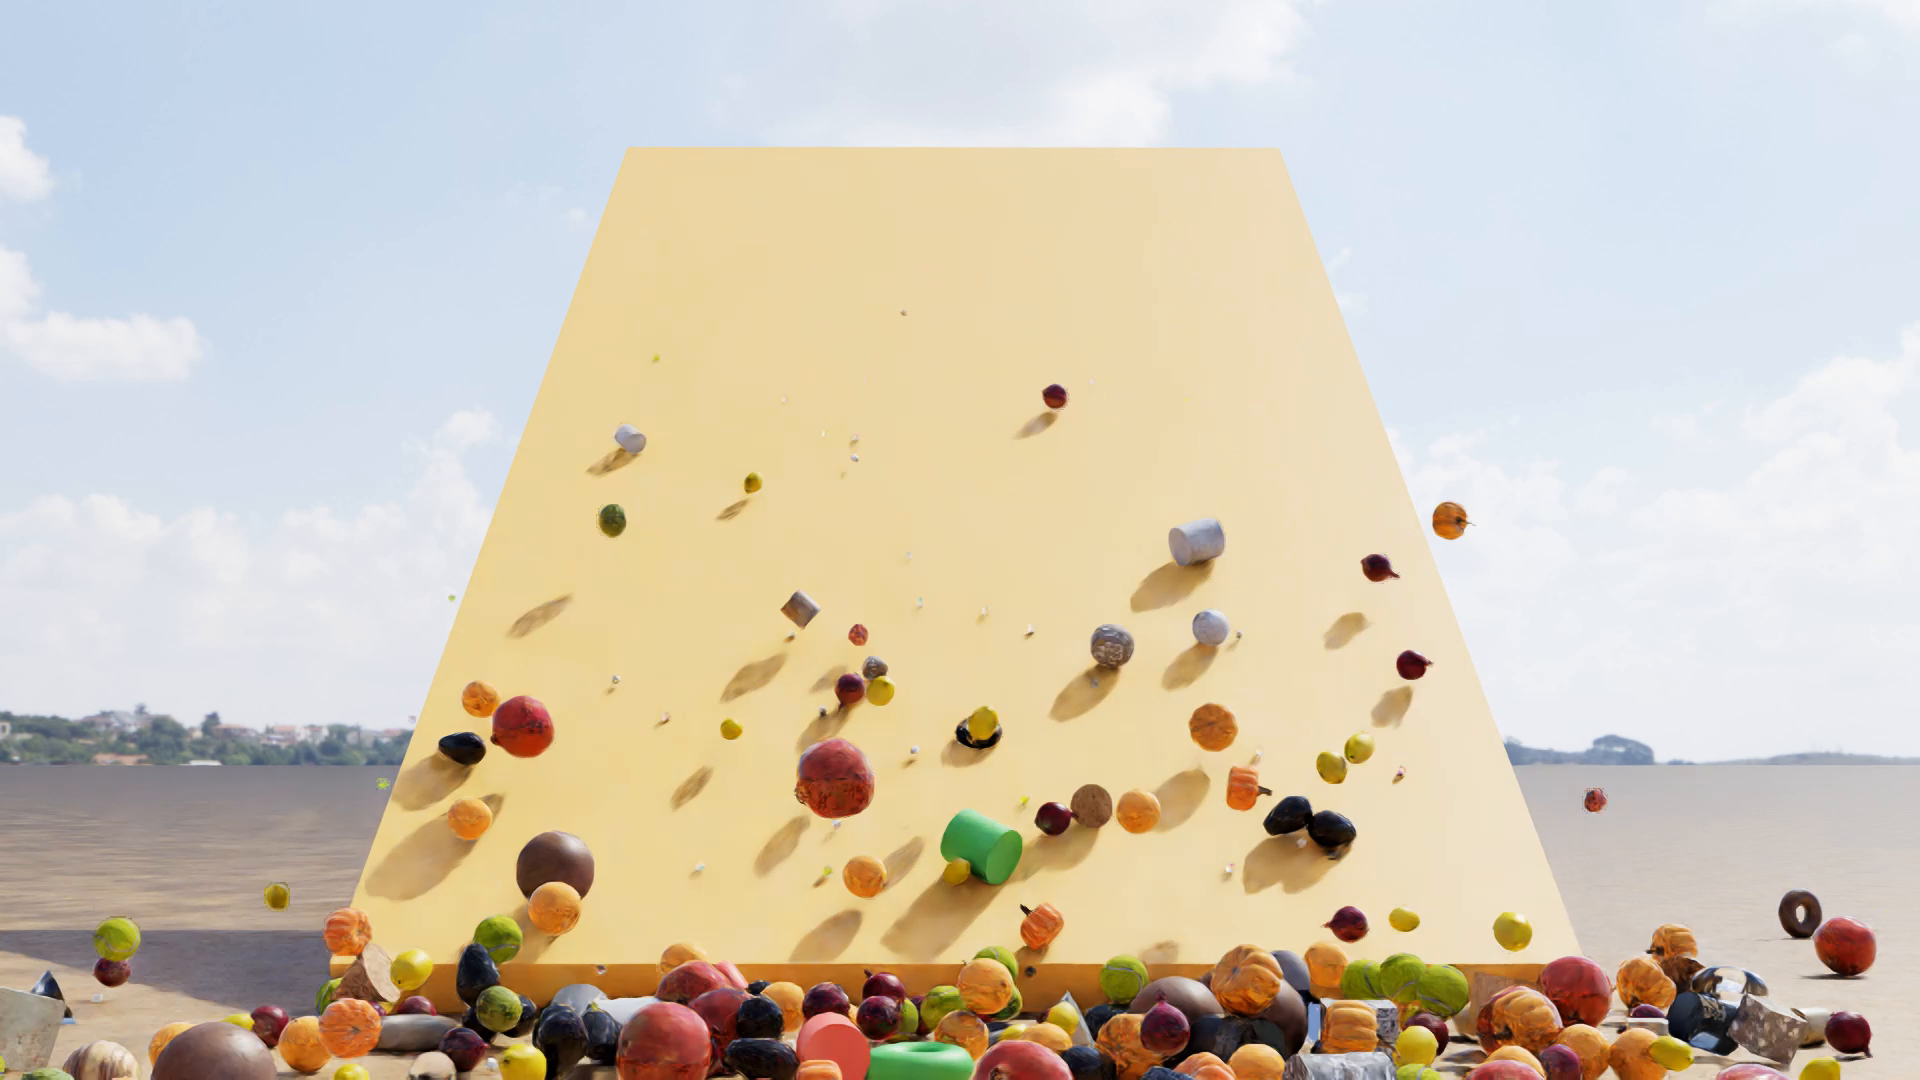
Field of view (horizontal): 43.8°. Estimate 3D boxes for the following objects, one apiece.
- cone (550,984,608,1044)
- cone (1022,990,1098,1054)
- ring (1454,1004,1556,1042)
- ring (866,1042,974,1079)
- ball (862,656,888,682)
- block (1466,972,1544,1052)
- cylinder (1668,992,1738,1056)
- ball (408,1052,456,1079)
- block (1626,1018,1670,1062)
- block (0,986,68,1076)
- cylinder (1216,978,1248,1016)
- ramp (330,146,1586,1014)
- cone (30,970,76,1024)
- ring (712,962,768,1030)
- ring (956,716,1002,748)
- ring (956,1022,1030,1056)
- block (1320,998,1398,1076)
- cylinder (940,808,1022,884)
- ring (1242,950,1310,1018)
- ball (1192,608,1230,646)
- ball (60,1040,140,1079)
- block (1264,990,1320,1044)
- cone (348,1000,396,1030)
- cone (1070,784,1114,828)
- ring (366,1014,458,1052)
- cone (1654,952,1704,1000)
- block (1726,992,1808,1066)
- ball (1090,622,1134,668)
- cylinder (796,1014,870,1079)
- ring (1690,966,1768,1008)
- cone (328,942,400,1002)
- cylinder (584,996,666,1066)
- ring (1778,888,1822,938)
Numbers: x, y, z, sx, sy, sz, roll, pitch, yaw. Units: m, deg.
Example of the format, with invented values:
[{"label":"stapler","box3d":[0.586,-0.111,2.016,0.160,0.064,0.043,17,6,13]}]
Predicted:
[{"label":"cone","box3d":[-0.557,0.708,3.476,0.089,0.089,0.089,0,21,-3]},{"label":"cone","box3d":[0.127,0.691,3.310,0.097,0.097,0.097,-27,-7,1]},{"label":"ring","box3d":[0.797,0.706,3.492,0.148,0.049,0.148,1,-6,0]},{"label":"ring","box3d":[-0.053,0.662,3.001,0.140,0.047,0.140,0,-4,0]},{"label":"ball","box3d":[-0.163,0.246,4.548,0.050,0.050,0.050,0,-5,0]},{"label":"block","box3d":[0.758,0.656,3.319,0.087,0.087,0.087,8,-14,21]},{"label":"cylinder","box3d":[1.022,0.663,3.272,0.072,0.072,0.072,20,-12,-21]},{"label":"ball","box3d":[-0.636,0.645,2.878,0.056,0.056,0.056,0,-5,0]},{"label":"block","box3d":[0.938,0.682,3.254,0.052,0.052,0.052,-1,-5,13]},{"label":"block","box3d":[-1.165,0.599,2.929,0.091,0.091,0.091,22,-17,-30]},{"label":"cylinder","box3d":[0.421,0.712,3.684,0.050,0.050,0.050,0,31,0]},{"label":"ramp","box3d":[-0.011,-0.222,5.588,2.000,0.100,4.000,0,28,0]},{"label":"cone","box3d":[-1.423,0.724,3.660,0.095,0.095,0.095,-27,8,-26]},{"label":"ring","box3d":[-0.335,0.691,3.624,0.039,0.118,0.118,-36,-1,-8]},{"label":"ring","box3d":[0.035,0.352,4.373,0.087,0.029,0.087,1,29,-1]},{"label":"ring","box3d":[0.046,0.698,3.336,0.104,0.035,0.104,0,-1,0]},{"label":"block","box3d":[0.517,0.647,3.094,0.090,0.090,0.090,0,-4,3]},{"label":"cylinder","box3d":[0.036,0.513,3.997,0.098,0.098,0.098,22,9,35]},{"label":"ring","box3d":[0.466,0.662,3.524,0.040,0.120,0.120,32,-22,-31]},{"label":"ball","box3d":[0.491,0.171,4.667,0.074,0.074,0.074,0,-5,0]},{"label":"ball","box3d":[-0.979,0.615,2.719,0.087,0.087,0.087,0,-5,0]},{"label":"block","box3d":[0.470,0.675,3.379,0.061,0.061,0.061,-5,-29,29]},{"label":"cone","box3d":[-0.899,0.677,3.571,0.080,0.080,0.080,45,15,22]},{"label":"cone","box3d":[0.244,0.461,4.163,0.078,0.078,0.078,-2,-2,23]},{"label":"ring","box3d":[-0.776,0.698,3.381,0.130,0.043,0.130,1,-6,0]},{"label":"cone","box3d":[1.222,0.716,4.019,0.091,0.091,0.091,-2,22,25]},{"label":"block","box3d":[1.083,0.656,3.201,0.063,0.063,0.063,20,6,-17]},{"label":"ball","box3d":[0.293,0.203,4.593,0.086,0.086,0.086,0,-5,0]},{"label":"cylinder","box3d":[-0.150,0.601,2.806,0.078,0.078,0.078,1,-3,-11]},{"label":"ring","box3d":[1.230,0.718,3.816,0.119,0.040,0.119,11,-32,7]},{"label":"cone","box3d":[-0.892,0.658,3.519,0.095,0.095,0.095,-28,-10,8]},{"label":"cylinder","box3d":[-0.448,0.658,3.197,0.087,0.087,0.087,1,-5,-26]},{"label":"ring","box3d":[1.927,0.856,5.470,0.115,0.115,0.038,2,-7,-22]}]
